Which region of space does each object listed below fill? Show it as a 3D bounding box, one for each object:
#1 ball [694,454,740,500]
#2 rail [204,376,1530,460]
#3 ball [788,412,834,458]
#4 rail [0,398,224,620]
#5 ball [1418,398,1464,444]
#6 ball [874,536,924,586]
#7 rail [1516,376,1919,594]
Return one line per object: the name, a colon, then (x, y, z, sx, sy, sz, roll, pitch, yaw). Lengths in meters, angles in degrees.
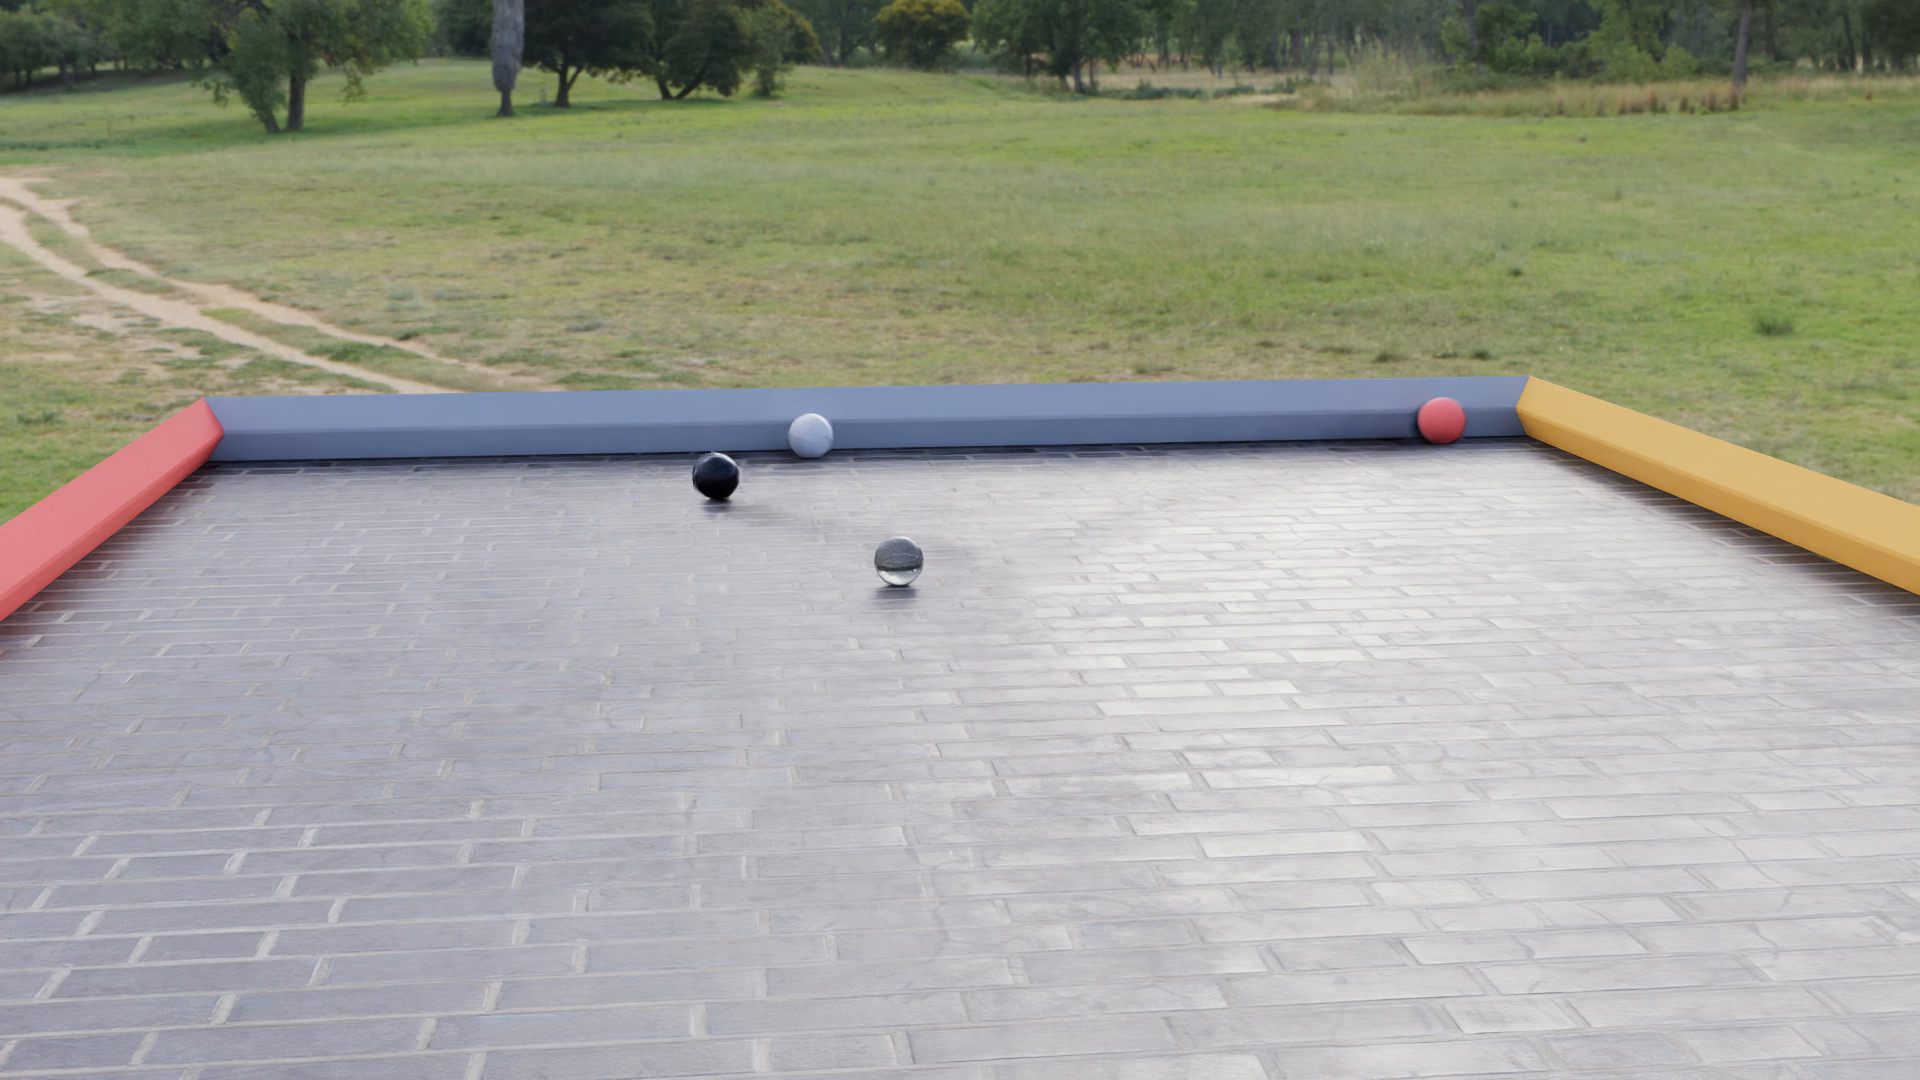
ball: (-0.415, -0.108, 3.758, 0.078, 0.078, 0.078, 0, 12, 0)
rail: (-0.133, -0.236, 4.278, 2.598, 0.119, 0.045, -1, 12, -7)
ball: (-0.284, -0.199, 4.181, 0.086, 0.086, 0.086, 0, 12, 0)
rail: (-1.131, 0.230, 1.993, 0.045, 0.119, 4.433, -1, 12, -7)
ball: (0.951, -0.235, 4.346, 0.092, 0.092, 0.092, 0, 12, 0)
ball: (-0.086, 0.029, 3.103, 0.071, 0.071, 0.071, 0, 12, 0)
rail: (1.401, 0.168, 2.299, 0.045, 0.119, 4.433, -1, 12, -7)
